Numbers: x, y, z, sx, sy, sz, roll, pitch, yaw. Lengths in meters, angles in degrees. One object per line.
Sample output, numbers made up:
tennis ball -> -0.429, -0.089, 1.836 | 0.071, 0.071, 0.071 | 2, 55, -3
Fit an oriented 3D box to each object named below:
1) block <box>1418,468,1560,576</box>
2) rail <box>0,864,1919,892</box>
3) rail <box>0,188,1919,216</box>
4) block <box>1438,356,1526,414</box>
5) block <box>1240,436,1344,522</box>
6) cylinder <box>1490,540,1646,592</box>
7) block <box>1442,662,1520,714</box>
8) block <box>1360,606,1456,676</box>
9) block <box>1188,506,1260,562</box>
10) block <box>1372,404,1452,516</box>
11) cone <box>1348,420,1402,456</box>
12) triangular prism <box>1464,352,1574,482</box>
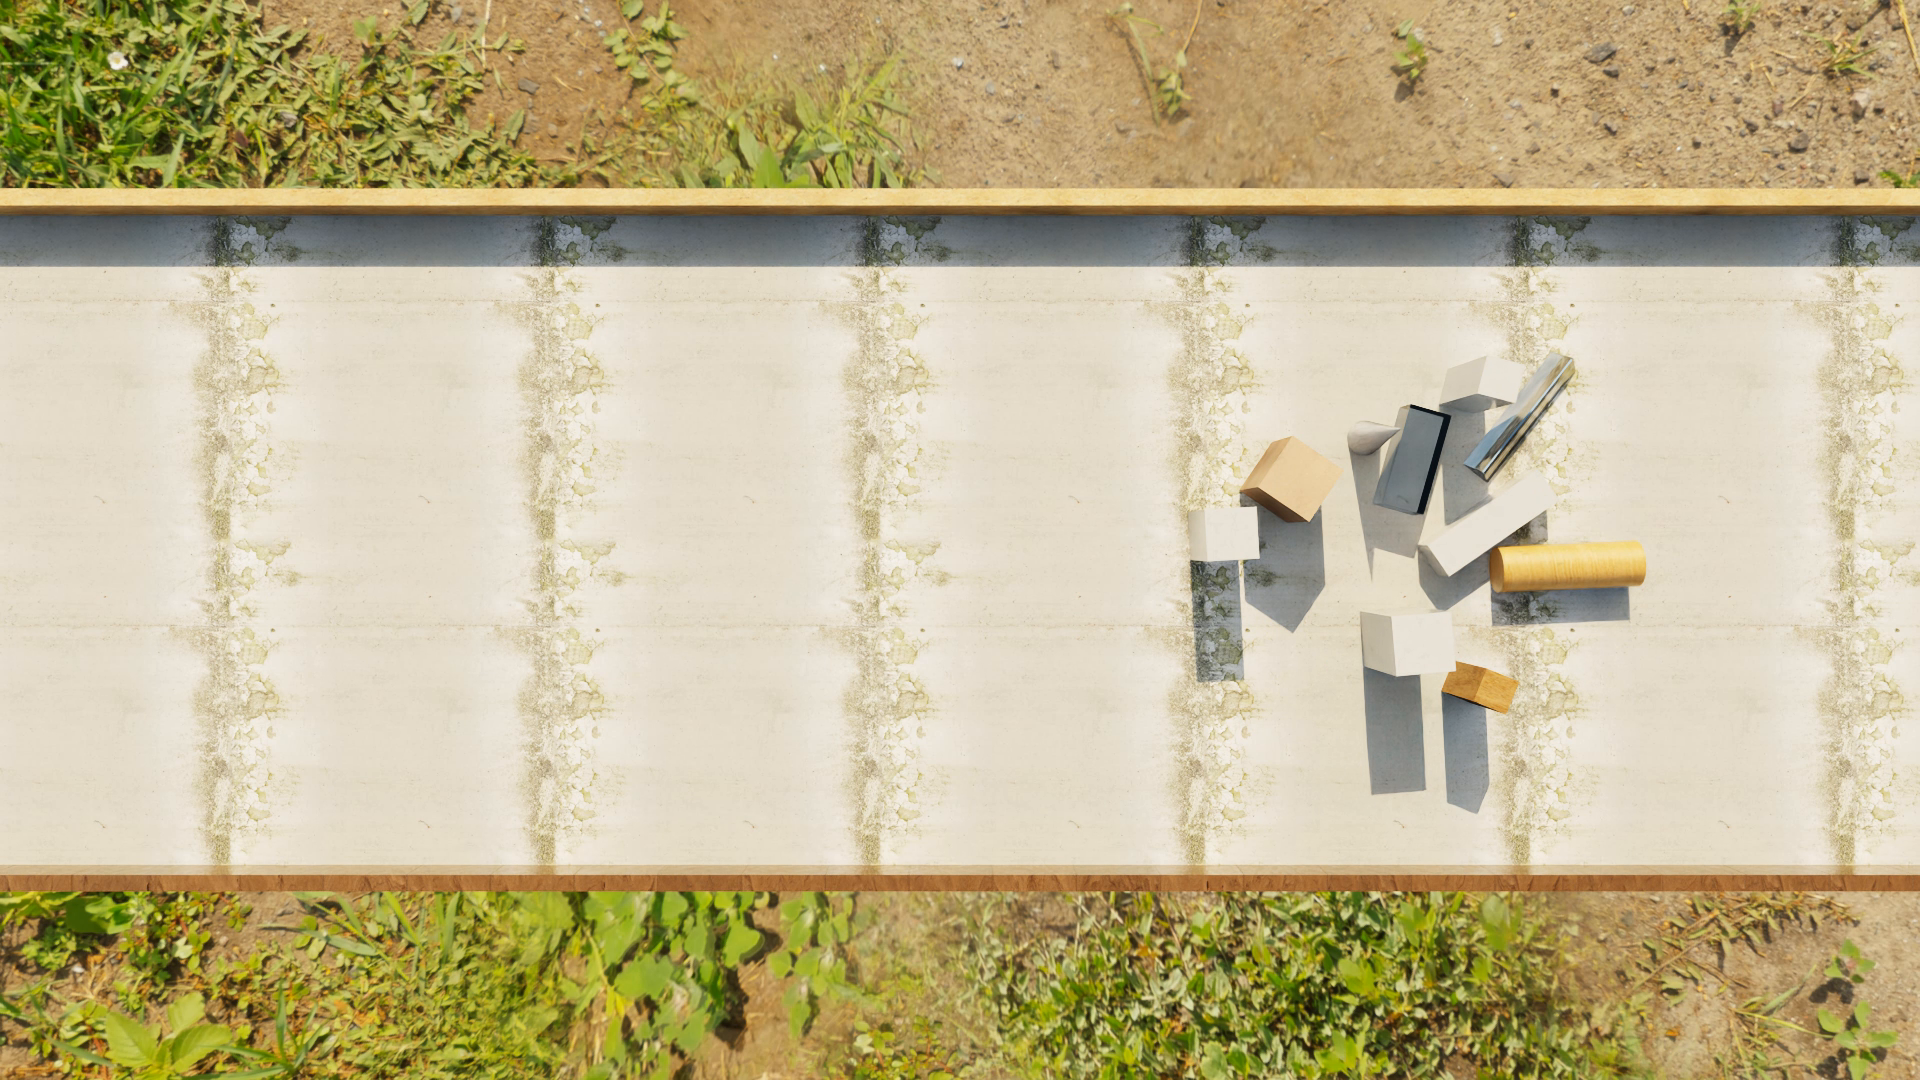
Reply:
block -> 1.606, -0.052, 5.019 | 0.405, 0.114, 0.114 | -35, 90, 0
rail -> -2.247, 1.025, 5.001 | 12.000, 0.150, 0.050 | 0, 90, 0
rail -> -2.247, -1.025, 5.002 | 12.000, 0.150, 0.050 | 0, 90, 0
block -> 1.541, -0.458, 4.886 | 0.112, 0.381, 0.112 | 15, 90, 0
block -> 0.983, -0.177, 4.916 | 0.179, 0.321, 0.179 | 34, 90, 0
cylinder -> 1.842, 0.081, 5.007 | 0.426, 0.139, 0.139 | -3, 90, 0
block -> 1.547, 0.437, 4.916 | 0.102, 0.322, 0.102 | 22, 90, 0
block -> 1.323, 0.296, 4.890 | 0.171, 0.372, 0.171 | -5, 90, 0
block -> 0.779, -0.017, 4.899 | 0.149, 0.355, 0.149 | -3, 90, 0
block -> 1.372, -0.242, 5.013 | 0.127, 0.127, 0.309 | 16, 90, 0
cone -> 1.245, -0.314, 4.862 | 0.107, 0.428, 0.107 | 0, 90, 0
triangular prism -> 1.720, -0.378, 5.034 | 0.093, 0.080, 0.440 | 38, 90, 0
